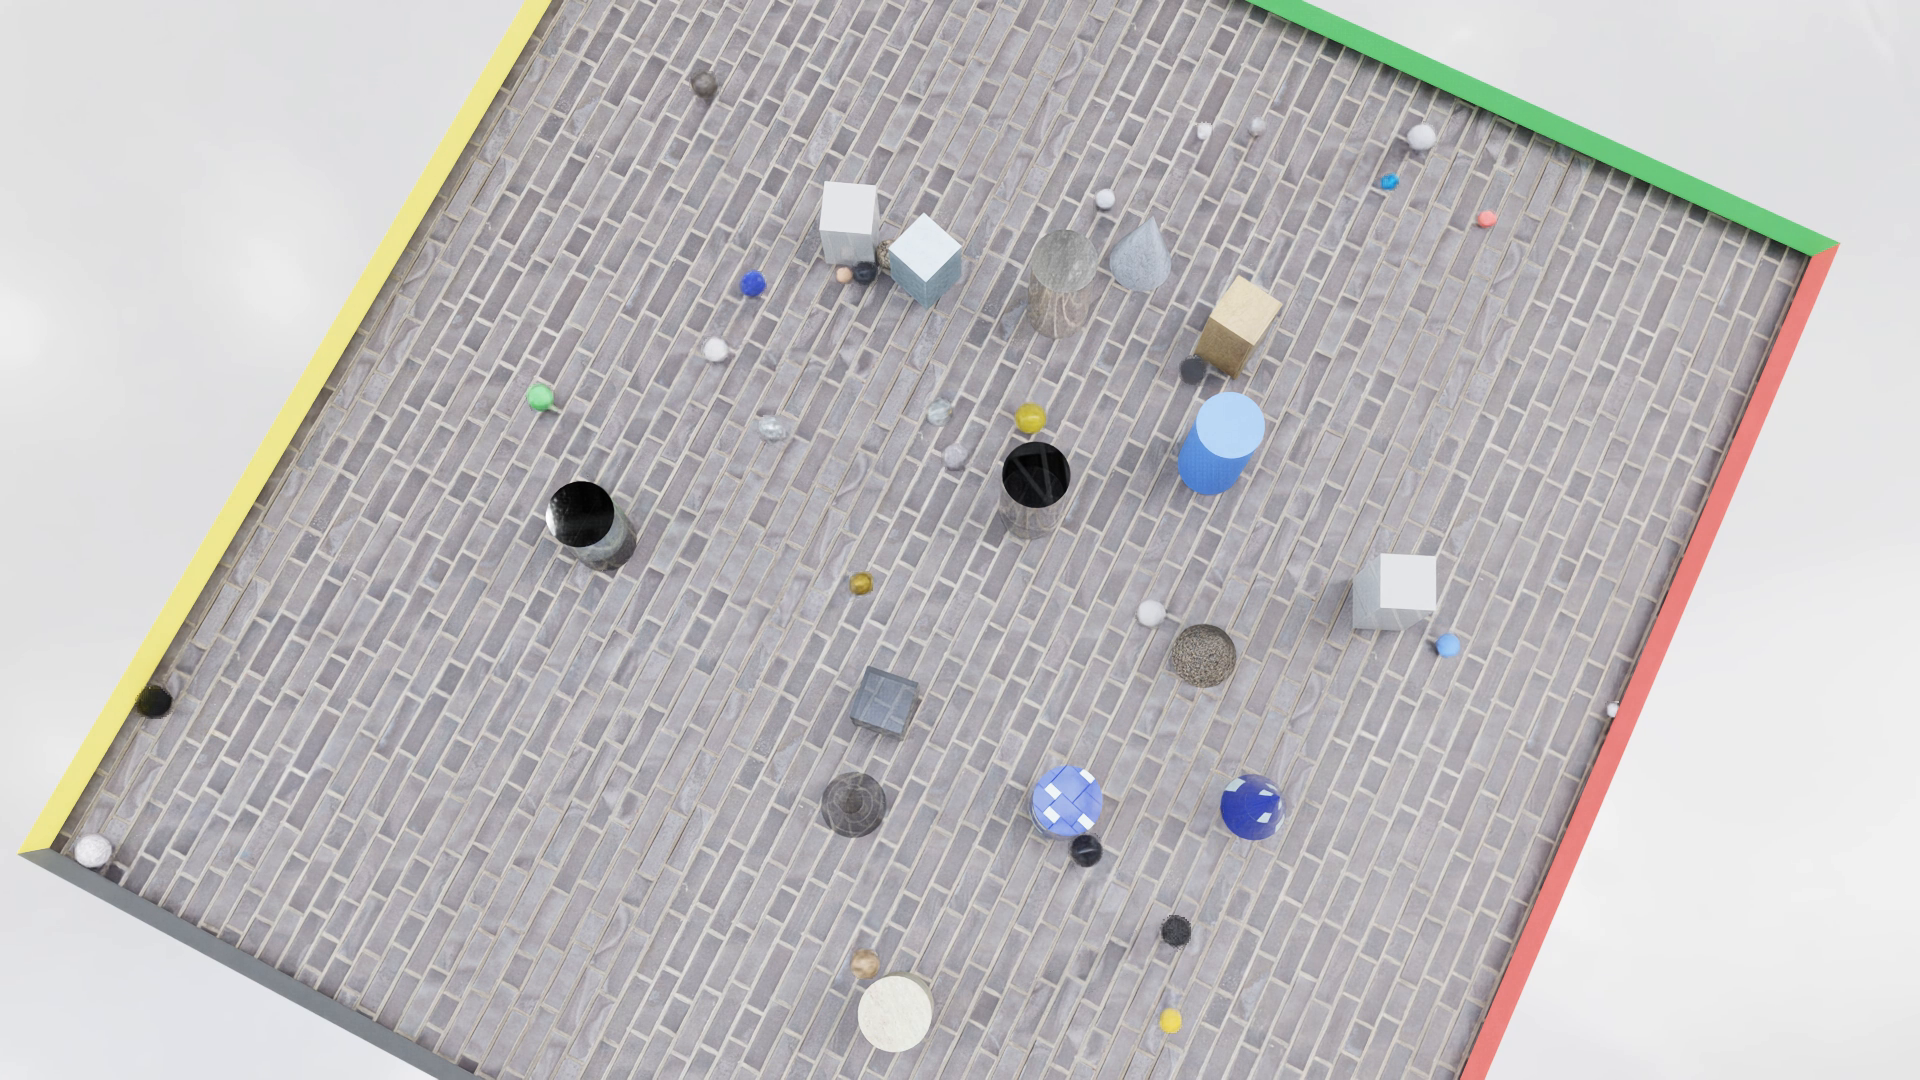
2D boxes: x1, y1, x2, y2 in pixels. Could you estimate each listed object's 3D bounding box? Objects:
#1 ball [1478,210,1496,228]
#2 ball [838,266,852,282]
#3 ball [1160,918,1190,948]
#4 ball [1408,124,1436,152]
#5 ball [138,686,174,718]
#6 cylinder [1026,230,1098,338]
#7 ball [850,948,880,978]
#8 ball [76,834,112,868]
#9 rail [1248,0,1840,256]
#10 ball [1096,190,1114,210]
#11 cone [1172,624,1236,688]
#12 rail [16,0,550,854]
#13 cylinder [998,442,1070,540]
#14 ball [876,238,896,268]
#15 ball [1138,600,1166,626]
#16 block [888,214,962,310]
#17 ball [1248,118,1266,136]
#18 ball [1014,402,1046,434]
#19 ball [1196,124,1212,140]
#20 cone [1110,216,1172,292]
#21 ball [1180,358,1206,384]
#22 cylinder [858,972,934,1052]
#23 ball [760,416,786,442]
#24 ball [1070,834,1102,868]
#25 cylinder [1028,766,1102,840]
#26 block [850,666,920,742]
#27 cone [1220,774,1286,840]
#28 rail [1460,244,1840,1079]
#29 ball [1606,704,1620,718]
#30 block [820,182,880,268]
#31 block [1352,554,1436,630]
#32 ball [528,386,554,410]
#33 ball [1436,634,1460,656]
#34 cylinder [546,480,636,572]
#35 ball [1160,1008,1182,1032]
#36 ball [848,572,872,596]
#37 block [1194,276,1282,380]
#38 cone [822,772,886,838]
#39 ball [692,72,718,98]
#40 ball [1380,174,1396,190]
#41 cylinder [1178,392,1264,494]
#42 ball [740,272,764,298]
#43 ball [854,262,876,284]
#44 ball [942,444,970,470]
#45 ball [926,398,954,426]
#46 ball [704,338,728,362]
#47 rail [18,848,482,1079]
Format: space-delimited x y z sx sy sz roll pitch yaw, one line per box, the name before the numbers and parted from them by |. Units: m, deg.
ball | 1.666 -1.016 5.799 0.054 0.054 0.054 0 78 0
ball | -0.362 -0.834 5.764 0.049 0.049 0.049 0 78 0
ball | 0.627 1.142 5.337 0.084 0.084 0.084 0 78 0
ball | 1.469 -1.281 5.838 0.086 0.086 0.086 0 78 0
ball | -2.400 0.482 5.467 0.097 0.097 0.097 0 78 0
cylinder | 0.305 -0.770 5.555 0.196 0.433 0.196 0 78 0
ball | -0.275 1.228 5.319 0.084 0.084 0.084 0 78 0
ball | -2.543 0.915 5.378 0.096 0.096 0.096 0 78 0
rail | 0.909 -1.773 5.918 4.048 0.127 0.045 26 80 5
ball | 0.461 -1.079 5.809 0.060 0.060 0.060 0 78 0
cone | 0.738 0.313 5.362 0.196 0.372 0.196 0 78 0
rail | -1.789 -0.869 5.731 0.045 0.127 4.112 26 80 5
cylinder | 0.217 -0.141 5.420 0.196 0.442 0.196 0 78 0
ball | -0.219 -0.899 5.756 0.092 0.092 0.092 0 78 0
ball | 0.578 0.220 5.529 0.083 0.083 0.083 0 78 0
block | -0.106 -0.857 5.660 0.156 0.263 0.156 43 81 8
ball | 0.950 -1.321 5.861 0.057 0.057 0.057 0 78 0
ball | 0.217 -0.377 5.645 0.098 0.098 0.098 0 78 0
ball | 0.780 -1.306 5.863 0.047 0.047 0.047 0 78 0
cone | 0.571 -0.919 5.607 0.196 0.390 0.196 0 78 0
ball | 0.725 -0.526 5.684 0.080 0.080 0.080 0 78 0
cylinder | -0.174 1.308 5.104 0.196 0.473 0.196 0 78 0
ball | -0.575 -0.341 5.646 0.081 0.081 0.081 0 78 0
ball | 0.371 0.913 5.380 0.093 0.093 0.093 0 78 0
cylinder | 0.302 0.763 5.294 0.196 0.323 0.196 0 78 0
block | -0.219 0.484 5.395 0.156 0.237 0.156 18 79 4
cone | 0.872 0.748 5.224 0.196 0.467 0.196 0 78 0
rail | 1.789 0.883 5.368 0.045 0.127 4.112 26 80 5
ball | 1.960 0.510 5.489 0.043 0.043 0.043 0 78 0
block | -0.338 -0.974 5.672 0.156 0.286 0.156 5 78 1
block | 1.273 0.157 5.391 0.156 0.378 0.156 3 78 1
ball | -1.296 -0.438 5.668 0.078 0.078 0.078 0 78 0
ball | 1.469 0.316 5.516 0.070 0.070 0.070 0 78 0
cylinder | -1.088 -0.037 5.434 0.196 0.372 0.196 0 78 0
ball | 0.609 1.386 5.297 0.064 0.064 0.064 0 78 0
ball | -0.302 0.134 5.552 0.071 0.071 0.071 0 78 0
block | 0.843 -0.641 5.568 0.156 0.354 0.156 35 80 7
cone | -0.316 0.758 5.307 0.196 0.298 0.196 0 78 0
ball | -0.819 -1.458 5.876 0.083 0.083 0.083 0 78 0
ball | 1.363 -1.138 5.827 0.049 0.049 0.049 0 78 0
cylinder | 0.770 -0.281 5.441 0.196 0.458 0.196 0 78 0
ball | -0.651 -0.801 5.742 0.078 0.078 0.078 0 78 0
ball | -0.300 -0.837 5.754 0.071 0.071 0.071 0 78 0
ball | -0.012 -0.256 5.628 0.081 0.081 0.081 0 78 0
ball | -0.062 -0.396 5.656 0.083 0.083 0.083 0 78 0
ball | -0.758 -0.591 5.700 0.077 0.077 0.077 0 78 0
rail | -0.909 1.787 5.181 4.048 0.127 0.045 26 80 5
